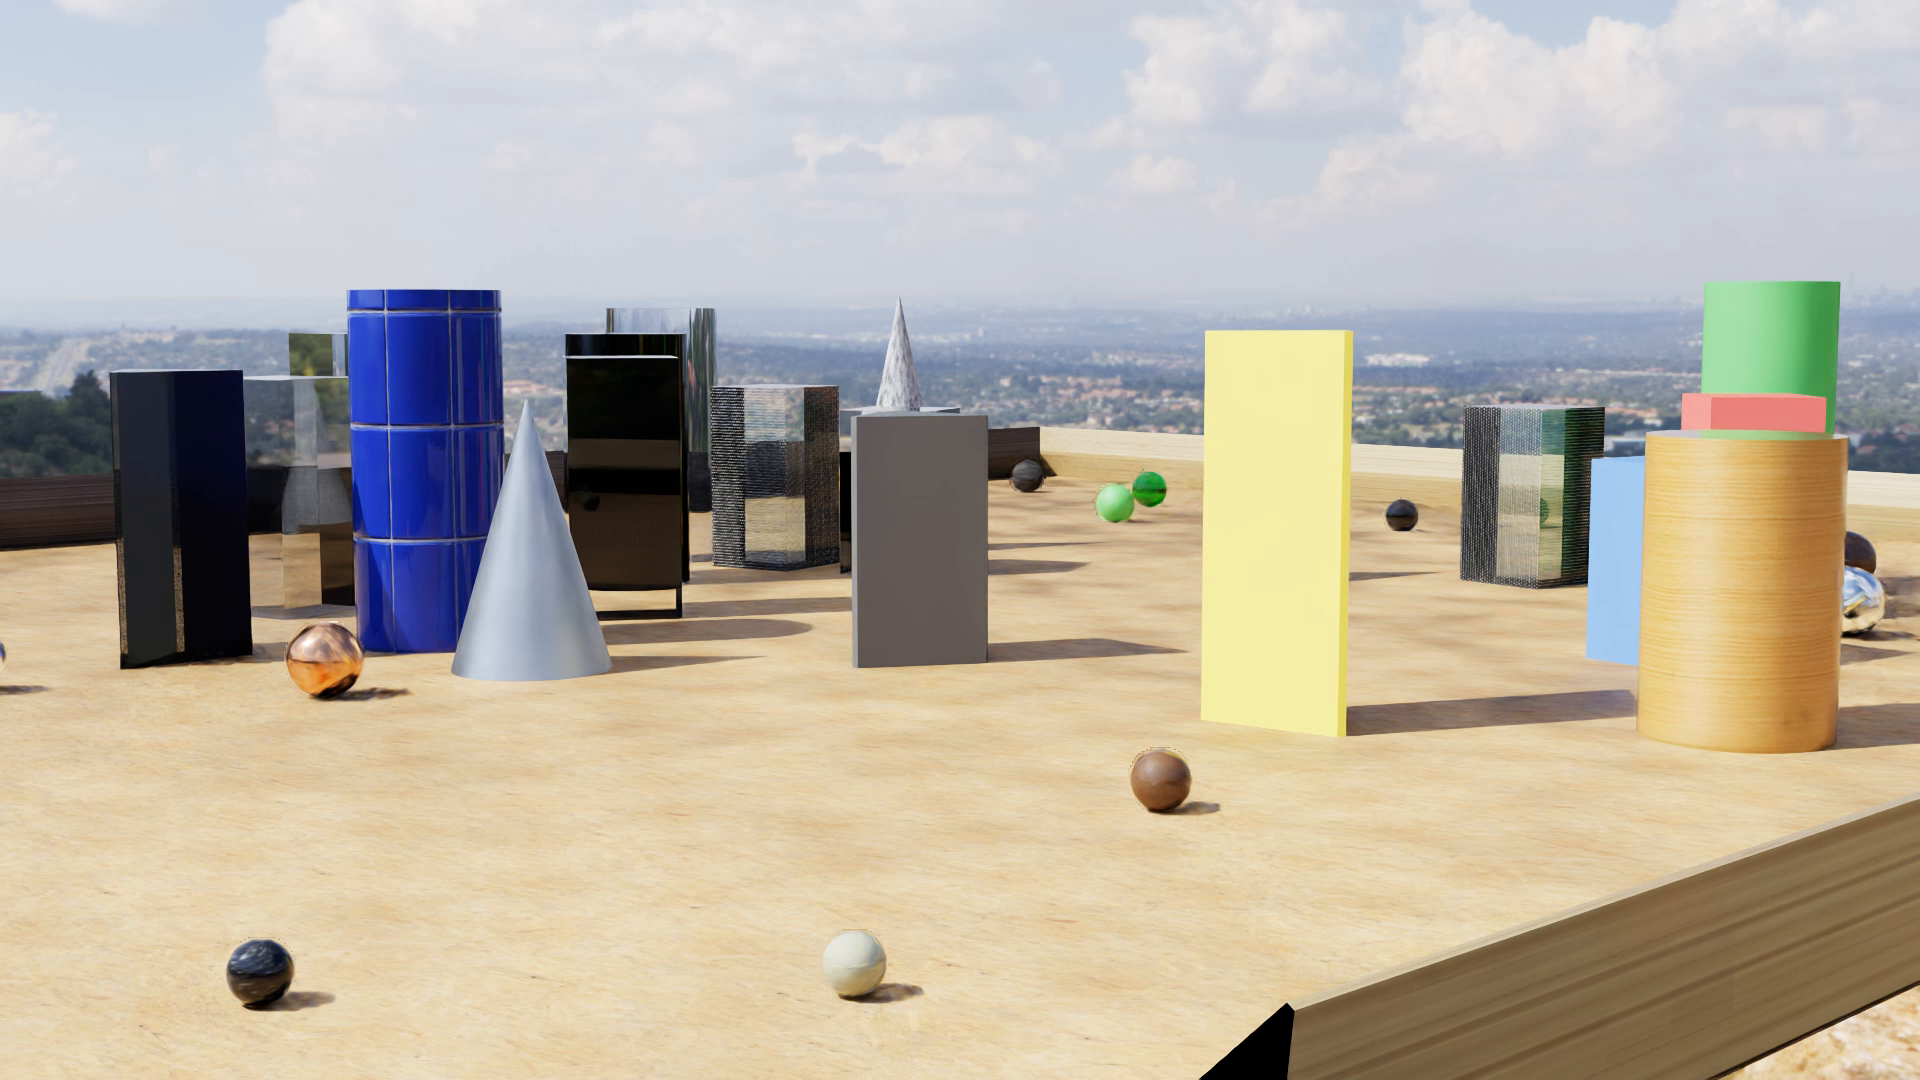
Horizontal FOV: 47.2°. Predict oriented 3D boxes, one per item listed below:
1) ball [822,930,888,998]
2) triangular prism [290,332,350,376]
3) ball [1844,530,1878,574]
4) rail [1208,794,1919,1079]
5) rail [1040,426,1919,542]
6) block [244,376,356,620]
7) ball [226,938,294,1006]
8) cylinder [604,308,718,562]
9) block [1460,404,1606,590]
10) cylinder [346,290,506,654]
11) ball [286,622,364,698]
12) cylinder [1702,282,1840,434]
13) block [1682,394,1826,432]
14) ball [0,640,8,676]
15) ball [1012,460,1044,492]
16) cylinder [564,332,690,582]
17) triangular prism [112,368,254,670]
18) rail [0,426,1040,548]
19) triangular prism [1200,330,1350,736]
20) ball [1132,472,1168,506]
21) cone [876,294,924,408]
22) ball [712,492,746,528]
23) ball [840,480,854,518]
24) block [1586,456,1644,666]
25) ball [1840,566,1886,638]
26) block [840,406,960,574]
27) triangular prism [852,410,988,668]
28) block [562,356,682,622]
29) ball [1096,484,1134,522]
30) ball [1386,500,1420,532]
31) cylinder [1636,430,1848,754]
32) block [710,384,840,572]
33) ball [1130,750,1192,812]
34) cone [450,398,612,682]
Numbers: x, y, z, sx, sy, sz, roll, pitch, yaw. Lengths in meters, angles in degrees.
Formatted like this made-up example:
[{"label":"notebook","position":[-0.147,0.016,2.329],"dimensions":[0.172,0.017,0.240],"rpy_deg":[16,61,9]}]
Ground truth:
[{"label":"ball","position":[-0.069,0.276,1.433],"dimensions":[0.043,0.043,0.043],"rpy_deg":[0,6,0]},{"label":"triangular prism","position":[-1.106,-0.175,4.019],"dimensions":[0.173,0.405,0.150],"rpy_deg":[6,8,43]},{"label":"ball","position":[1.413,0.031,3.507],"dimensions":[0.092,0.092,0.092],"rpy_deg":[0,6,0]},{"label":"rail","position":[1.219,0.171,2.018],"dimensions":[3.955,0.130,0.045],"rpy_deg":[-5,8,-42]},{"label":"rail","position":[1.436,-0.103,4.650],"dimensions":[0.045,0.130,3.643],"rpy_deg":[-5,8,-42]},{"label":"block","position":[-1.008,-0.068,3.269],"dimensions":[0.160,0.347,0.160],"rpy_deg":[3,7,28]},{"label":"ball","position":[-0.450,0.278,1.415],"dimensions":[0.043,0.043,0.043],"rpy_deg":[0,6,0]},{"label":"cylinder","position":[-0.536,-0.192,3.967],"dimensions":[0.200,0.450,0.200],"rpy_deg":[0,6,0]},{"label":"block","position":[0.942,-0.076,3.622],"dimensions":[0.160,0.289,0.160],"rpy_deg":[-4,7,-37]},{"label":"cylinder","position":[-0.710,-0.096,2.937],"dimensions":[0.200,0.472,0.200],"rpy_deg":[0,6,0]},{"label":"ball","position":[-0.734,0.139,2.544],"dimensions":[0.086,0.086,0.086],"rpy_deg":[0,6,0]},{"label":"cylinder","position":[1.270,-0.160,3.464],"dimensions":[0.200,0.490,0.200],"rpy_deg":[0,6,0]},{"label":"block","position":[1.154,-0.050,3.220],"dimensions":[0.160,0.322,0.160],"rpy_deg":[0,6,4]},{"label":"ball","position":[-1.158,0.139,2.572],"dimensions":[0.080,0.080,0.080],"rpy_deg":[0,6,0]},{"label":"ball","position":[0.166,-0.157,5.419],"dimensions":[0.079,0.079,0.079],"rpy_deg":[0,6,0]},{"label":"cylinder","position":[-0.549,-0.137,3.634],"dimensions":[0.200,0.408,0.200],"rpy_deg":[0,6,0]},{"label":"triangular prism","position":[-1.035,-0.034,2.838],"dimensions":[0.150,0.370,0.173],"rpy_deg":[6,8,45]},{"label":"rail","position":[-1.219,-0.103,4.646],"dimensions":[3.955,0.130,0.045],"rpy_deg":[-5,8,-42]},{"label":"triangular prism","position":[0.377,-0.015,2.396],"dimensions":[0.173,0.423,0.150],"rpy_deg":[5,7,37]},{"label":"ball","position":[0.432,-0.116,5.014],"dimensions":[0.081,0.081,0.081],"rpy_deg":[0,6,0]},{"label":"cone","position":[-0.112,-0.219,4.091],"dimensions":[0.200,0.477,0.200],"rpy_deg":[0,6,0]},{"label":"ball","position":[-0.477,-0.062,4.548],"dimensions":[0.071,0.071,0.071],"rpy_deg":[0,6,0]},{"label":"ball","position":[-0.212,-0.088,4.710],"dimensions":[0.089,0.089,0.089],"rpy_deg":[0,6,0]},{"label":"block","position":[0.918,0.026,2.803],"dimensions":[0.160,0.257,0.160],"rpy_deg":[-4,7,-36]},{"label":"ball","position":[1.216,0.084,3.012],"dimensions":[0.097,0.097,0.097],"rpy_deg":[0,6,0]},{"label":"block","position":[-0.102,-0.086,3.770],"dimensions":[0.160,0.278,0.160],"rpy_deg":[2,6,19]},{"label":"triangular prism","position":[-0.066,-0.006,2.829],"dimensions":[0.173,0.314,0.150],"rpy_deg":[-1,6,-14]},{"label":"block","position":[-0.498,-0.080,3.234],"dimensions":[0.160,0.378,0.160],"rpy_deg":[-1,6,-12]},{"label":"ball","position":[0.329,-0.077,4.640],"dimensions":[0.080,0.080,0.080],"rpy_deg":[0,6,0]},{"label":"ball","position":[0.892,-0.049,4.438],"dimensions":[0.067,0.067,0.067],"rpy_deg":[0,6,0]},{"label":"cylinder","position":[0.817,0.048,2.301],"dimensions":[0.200,0.317,0.200],"rpy_deg":[0,6,0]},{"label":"block","position":[-0.323,-0.113,3.863],"dimensions":[0.160,0.314,0.160],"rpy_deg":[4,7,32]},{"label":"ball","position":[0.180,0.215,1.965],"dimensions":[0.055,0.055,0.055],"rpy_deg":[0,6,0]},{"label":"cone","position":[-0.535,-0.009,2.733],"dimensions":[0.200,0.340,0.200],"rpy_deg":[0,6,0]}]
